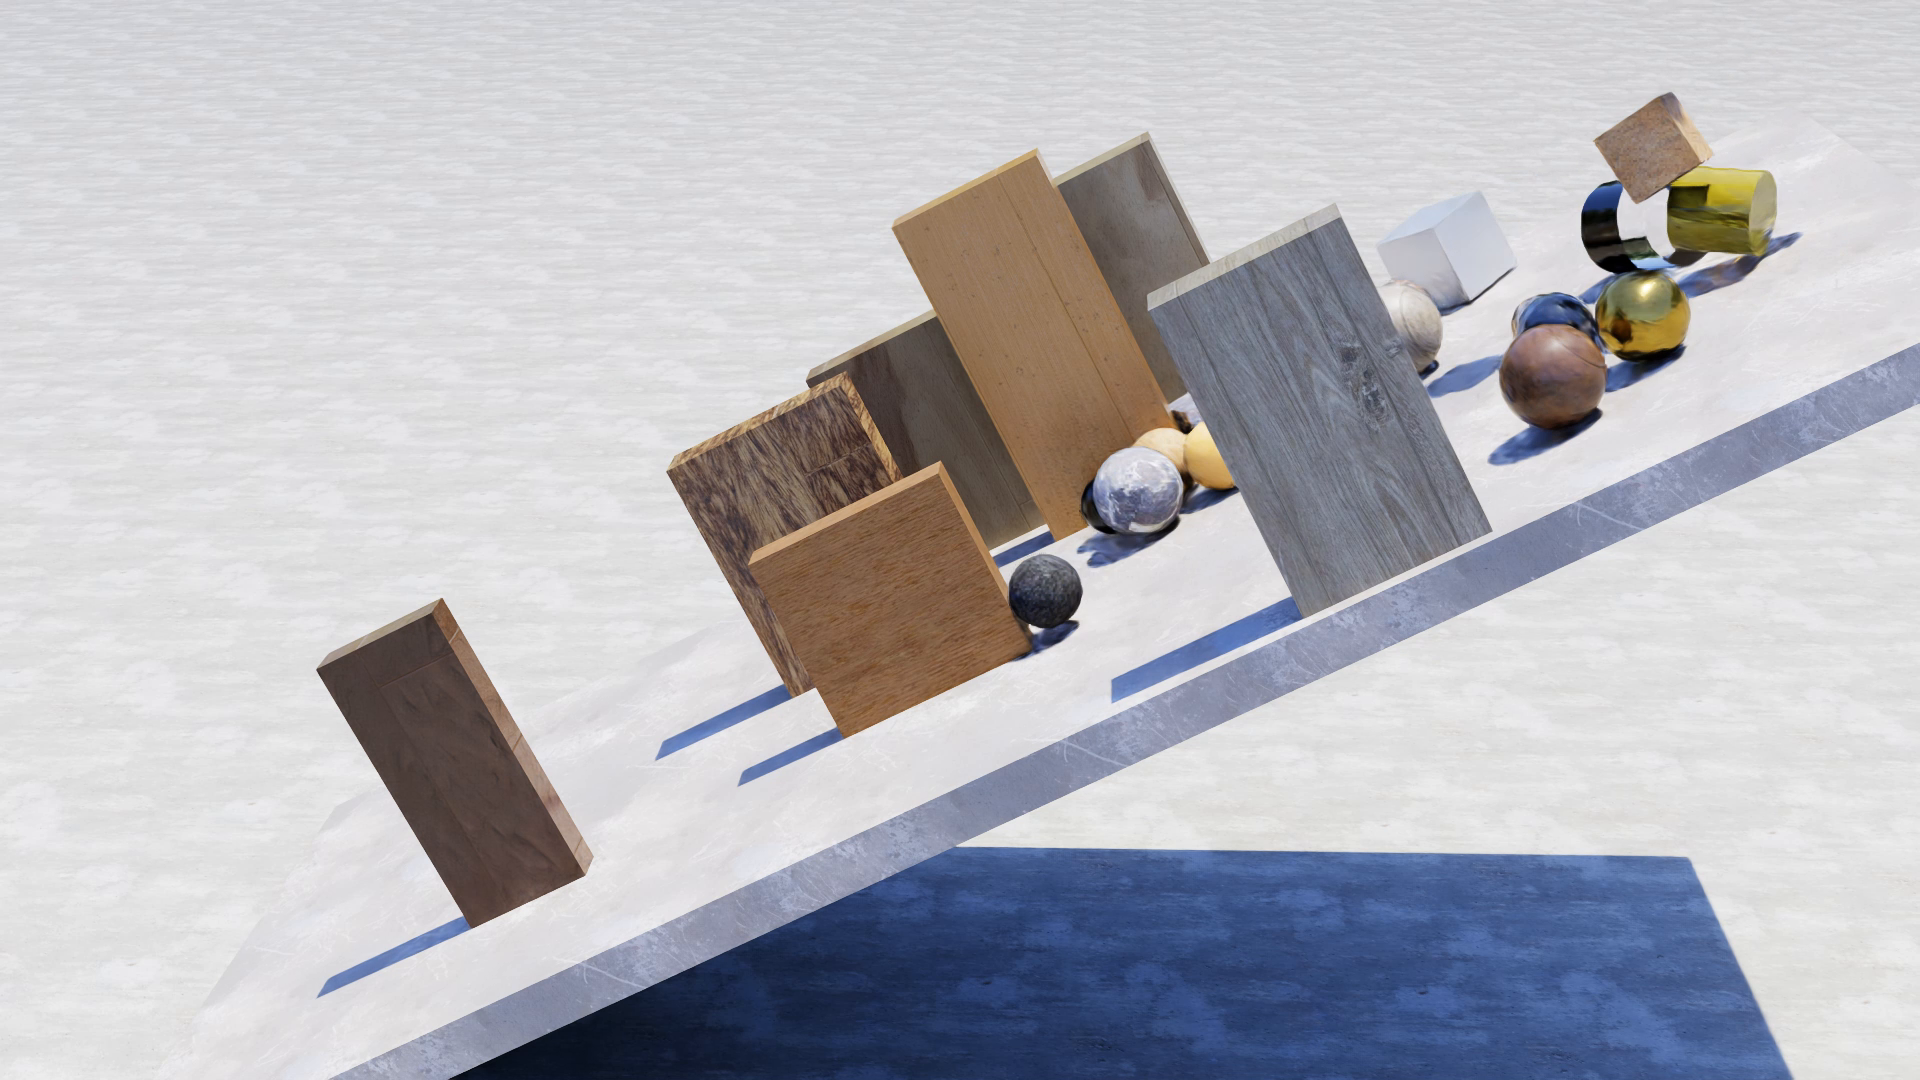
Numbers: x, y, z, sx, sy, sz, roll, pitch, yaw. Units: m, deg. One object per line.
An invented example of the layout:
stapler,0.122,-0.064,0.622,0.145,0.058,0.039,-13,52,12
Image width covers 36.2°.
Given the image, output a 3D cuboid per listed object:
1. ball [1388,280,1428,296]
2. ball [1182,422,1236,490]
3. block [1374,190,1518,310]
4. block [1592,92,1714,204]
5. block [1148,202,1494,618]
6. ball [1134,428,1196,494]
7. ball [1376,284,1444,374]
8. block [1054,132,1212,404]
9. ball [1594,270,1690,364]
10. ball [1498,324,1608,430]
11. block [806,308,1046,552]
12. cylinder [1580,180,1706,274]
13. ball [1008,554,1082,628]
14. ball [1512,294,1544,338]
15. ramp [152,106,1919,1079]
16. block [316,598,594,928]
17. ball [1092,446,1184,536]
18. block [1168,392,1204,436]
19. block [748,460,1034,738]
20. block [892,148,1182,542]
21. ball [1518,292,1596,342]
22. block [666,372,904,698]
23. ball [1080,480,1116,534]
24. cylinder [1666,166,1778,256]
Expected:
ball,0.987,-0.512,6.593,0.142,0.142,0.142,0,17,0
ball,0.548,-0.182,6.221,0.154,0.154,0.154,0,17,0
block,1.115,-0.657,6.746,0.191,0.191,0.191,-38,14,-33
block,1.361,-0.769,5.768,0.151,0.151,0.151,-34,-3,26
block,0.636,-0.226,5.204,0.368,0.628,0.136,-26,14,10
ball,0.442,-0.165,6.357,0.157,0.157,0.157,0,17,0
ball,0.932,-0.447,6.320,0.209,0.209,0.209,0,17,0
block,0.436,-0.590,6.889,0.327,0.640,0.128,-26,14,10
ball,1.298,-0.425,5.594,0.179,0.179,0.179,0,17,0
ball,1.106,-0.305,5.487,0.199,0.199,0.199,0,17,0
block,-0.050,-0.224,6.713,0.387,0.542,0.108,-26,14,10
cylinder,1.439,-0.663,6.147,0.198,0.198,0.198,-9,4,-27
ball,0.170,0.102,5.859,0.148,0.148,0.148,0,17,0
ball,1.182,-0.436,5.970,0.124,0.124,0.124,0,17,0
ramp,0.140,0.168,6.281,4.000,0.100,2.000,-26,14,10
block,-1.017,0.454,5.946,0.269,0.625,0.099,-26,14,10
ball,0.374,-0.102,6.185,0.191,0.191,0.191,0,17,0
block,0.558,-0.264,6.542,0.133,0.133,0.133,-31,14,-12
block,-0.136,0.122,5.899,0.426,0.410,0.094,-26,14,10
block,0.190,-0.422,6.442,0.350,0.789,0.102,-26,14,10
ball,1.183,-0.413,5.829,0.154,0.154,0.154,0,17,0
block,-0.304,-0.009,6.357,0.423,0.573,0.129,-26,14,10
ball,0.323,-0.078,6.334,0.128,0.128,0.128,0,17,0
cylinder,1.523,-0.659,5.880,0.169,0.169,0.169,9,19,32
